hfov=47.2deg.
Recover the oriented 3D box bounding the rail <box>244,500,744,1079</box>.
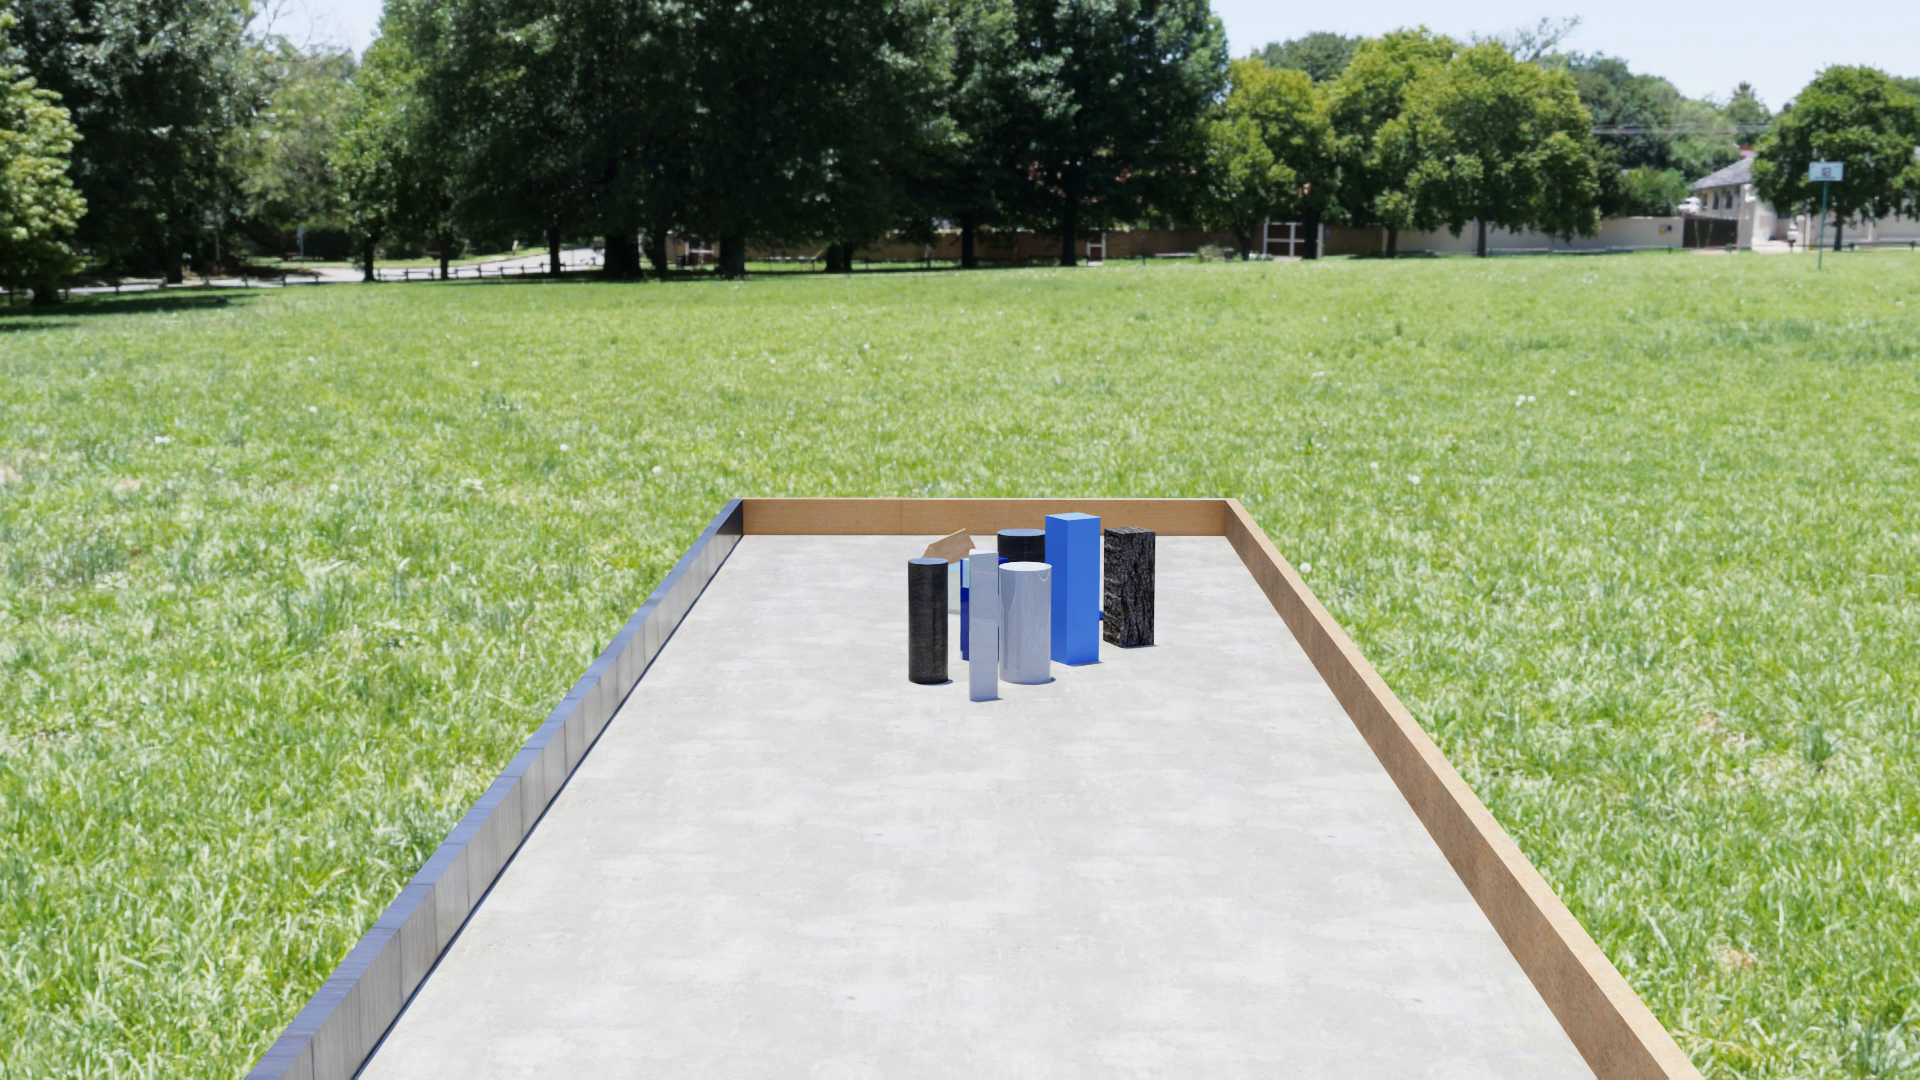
[{"bbox_3d":[-1.004,0.839,3.234,0.050,0.150,12.000,0,9,1],"label":"rail"}]

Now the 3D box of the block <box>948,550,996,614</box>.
[{"bbox_3d":[0.089,0.148,7.594,0.151,0.151,0.417,5,10,28],"label":"block"}]

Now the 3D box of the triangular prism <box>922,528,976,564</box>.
[{"bbox_3d":[-0.046,0.032,8.484,0.111,0.096,0.393,3,9,19],"label":"triangular prism"}]

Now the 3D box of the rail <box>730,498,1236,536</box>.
[{"bbox_3d":[0.099,-0.098,9.147,2.100,0.150,0.050,0,9,1],"label":"rail"}]

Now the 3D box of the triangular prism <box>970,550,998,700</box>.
[{"bbox_3d":[0.049,0.237,6.188,0.091,0.416,0.079,-5,10,-27],"label":"triangular prism"}]

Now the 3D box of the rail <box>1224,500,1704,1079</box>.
[{"bbox_3d":[1.046,0.843,3.208,0.050,0.150,12.000,0,9,1],"label":"rail"}]

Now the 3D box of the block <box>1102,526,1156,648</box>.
[{"bbox_3d":[0.533,0.147,6.932,0.120,0.361,0.120,-4,10,-23],"label":"block"}]

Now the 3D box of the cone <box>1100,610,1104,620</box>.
[{"bbox_3d":[0.349,0.233,7.312,0.431,0.144,0.144,8,8,-8],"label":"cone"}]

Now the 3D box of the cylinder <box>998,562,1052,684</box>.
[{"bbox_3d":[0.190,0.241,6.430,0.153,0.332,0.153,0,9,0],"label":"cylinder"}]

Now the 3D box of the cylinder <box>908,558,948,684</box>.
[{"bbox_3d":[-0.093,0.235,6.401,0.117,0.353,0.117,0,9,0],"label":"cylinder"}]

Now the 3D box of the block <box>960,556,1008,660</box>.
[{"bbox_3d":[0.074,0.210,6.693,0.105,0.311,0.105,8,12,41],"label":"block"}]

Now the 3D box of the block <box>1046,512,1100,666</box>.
[{"bbox_3d":[0.341,0.146,6.676,0.120,0.441,0.120,-6,11,-31],"label":"block"}]

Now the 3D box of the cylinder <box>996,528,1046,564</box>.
[{"bbox_3d":[0.195,0.150,6.932,0.159,0.353,0.159,0,9,0],"label":"cylinder"}]
